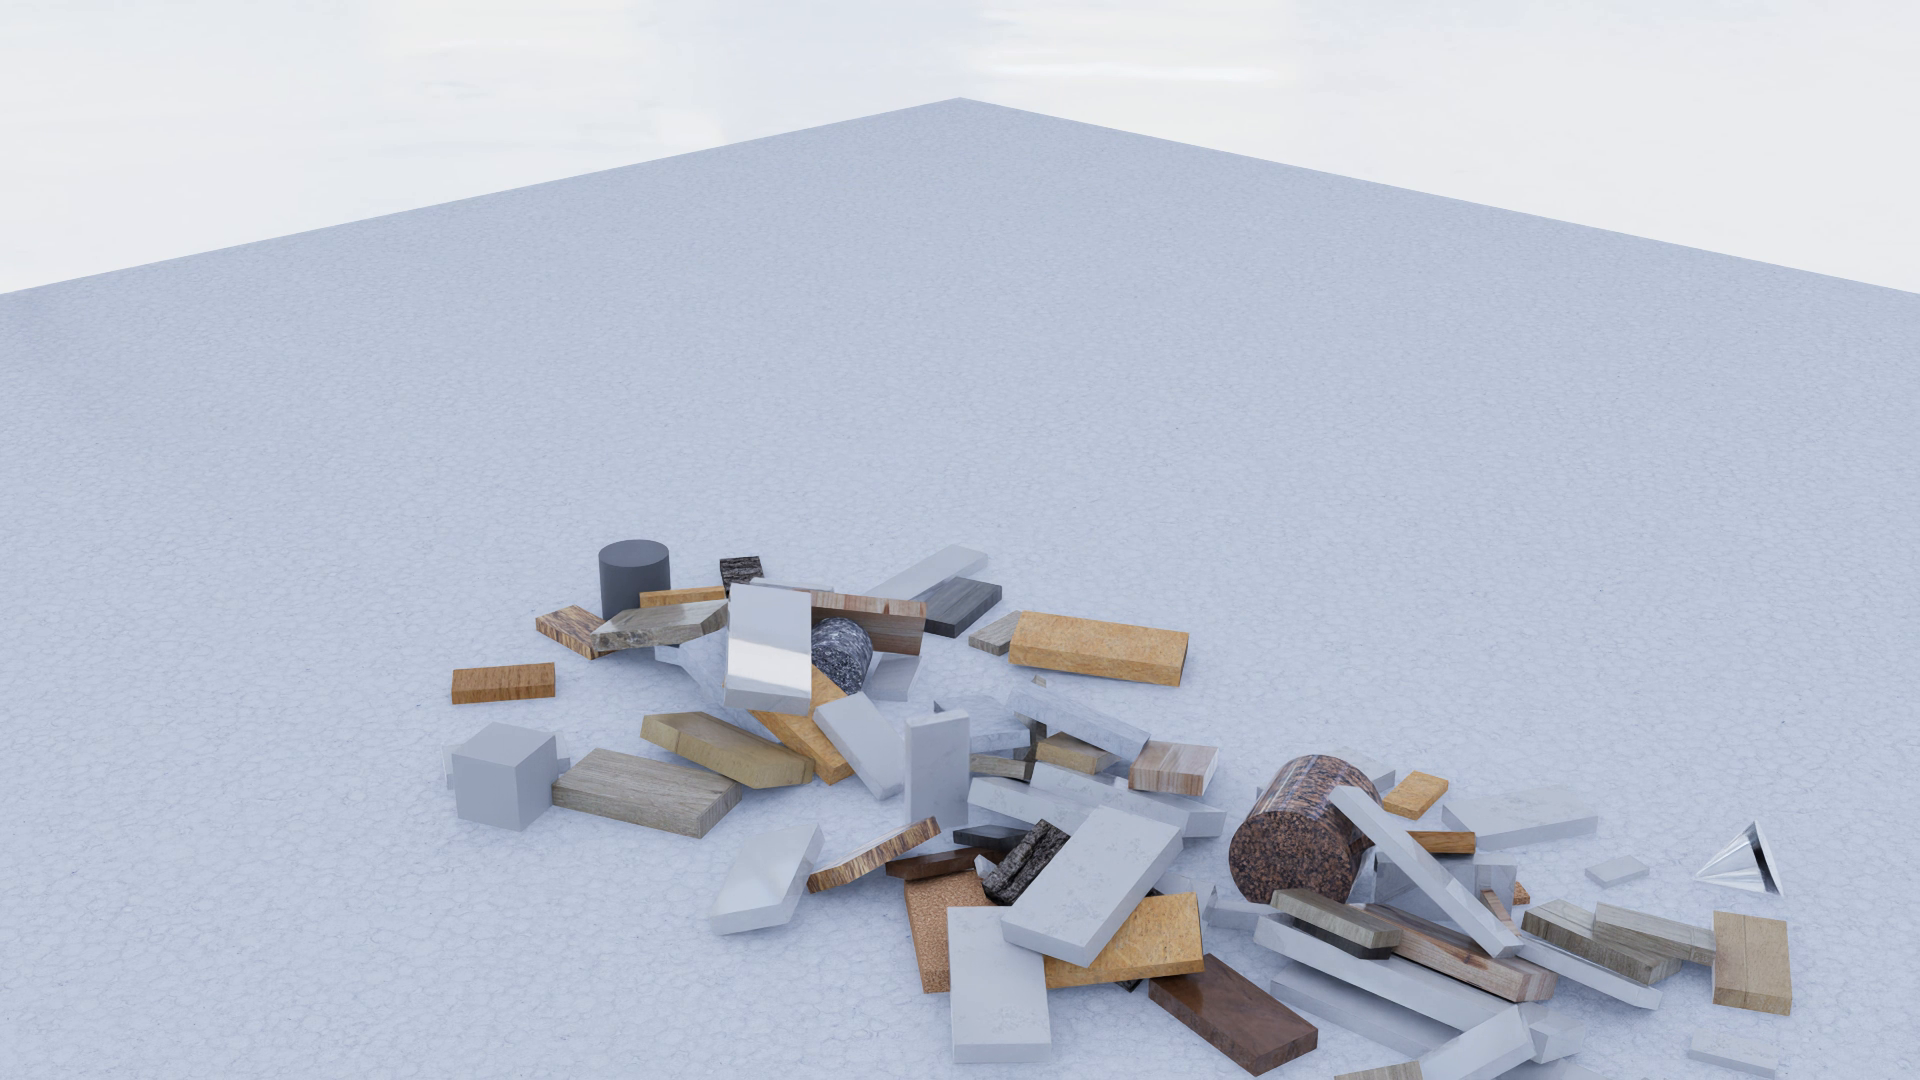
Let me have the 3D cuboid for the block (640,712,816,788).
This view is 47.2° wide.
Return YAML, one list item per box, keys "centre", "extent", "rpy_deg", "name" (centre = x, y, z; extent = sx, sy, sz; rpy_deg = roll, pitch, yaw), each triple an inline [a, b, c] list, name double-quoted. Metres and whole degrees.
- centre: [-0.487, 0.437, 4.602]
  extent: [0.343, 0.049, 0.171]
  rpy_deg: [18, 10, 36]
  name: "block"

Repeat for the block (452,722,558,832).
- centre: [-0.916, 0.477, 4.446]
  extent: [0.148, 0.148, 0.148]
  rpy_deg: [9, 25, 20]
  name: "block"

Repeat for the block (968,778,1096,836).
- centre: [0.210, 0.539, 4.319]
  extent: [0.352, 0.050, 0.176]
  rpy_deg: [15, 2, 28]
  name: "block"

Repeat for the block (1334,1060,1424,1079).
- centre: [0.677, 0.949, 3.431]
  extent: [0.139, 0.040, 0.356]
  rpy_deg: [-12, 22, 7]
  name: "block"

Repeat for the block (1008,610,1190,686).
- centre: [0.322, 0.249, 5.076]
  extent: [0.393, 0.050, 0.176]
  rpy_deg: [7, 26, 9]
  name: "block"

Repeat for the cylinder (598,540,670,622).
- centre: [-0.780, 0.108, 5.291]
  extent: [0.168, 0.168, 0.168]
  rpy_deg: [0, 23, 0]
  name: "cylinder"

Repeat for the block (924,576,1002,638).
- centre: [-0.011, 0.162, 5.333]
  extent: [0.127, 0.036, 0.254]
  rpy_deg: [11, 25, 25]
  name: "block"

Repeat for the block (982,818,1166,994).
- centre: [0.227, 0.660, 3.992]
  extent: [0.347, 0.049, 0.174]
  rpy_deg: [29, 60, 34]
  name: "block"

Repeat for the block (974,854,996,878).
- centre: [0.077, 0.640, 4.147]
  extent: [0.111, 0.016, 0.055]
  rpy_deg: [36, 14, -20]
  name: "block"

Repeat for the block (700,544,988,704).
- centre: [-0.254, 0.194, 5.262]
  extent: [0.113, 0.032, 0.979]
  rpy_deg: [15, 27, 32]
  name: "block"

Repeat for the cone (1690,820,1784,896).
- centre: [1.468, 0.627, 4.196]
  extent: [0.152, 0.152, 0.152]
  rpy_deg: [-21, 16, 22]
  name: "cone"

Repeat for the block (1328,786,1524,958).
- centre: [0.831, 0.590, 3.937]
  extent: [0.414, 0.030, 0.104]
  rpy_deg: [45, 17, 30]
  name: "block"

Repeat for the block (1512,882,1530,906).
- centre: [1.014, 0.672, 4.158]
  extent: [0.112, 0.016, 0.056]
  rpy_deg: [-4, 23, -9]
  name: "block"

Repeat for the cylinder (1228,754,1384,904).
- centre: [0.655, 0.561, 4.139]
  extent: [0.235, 0.235, 0.235]
  rpy_deg: [10, 25, 23]
  name: "cylinder"

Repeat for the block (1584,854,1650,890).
- centre: [1.266, 0.639, 4.235]
  extent: [0.112, 0.016, 0.056]
  rpy_deg: [-11, 25, -25]
  name: "block"

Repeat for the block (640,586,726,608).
- centre: [-0.659, 0.168, 5.236]
  extent: [0.201, 0.100, 0.028]
  rpy_deg: [-5, 23, -11]
  name: "block"

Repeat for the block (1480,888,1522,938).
- centre: [0.978, 0.708, 3.992]
  extent: [0.022, 0.077, 0.155]
  rpy_deg: [-3, 23, -6]
  name: "block"

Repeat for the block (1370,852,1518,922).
- centre: [0.896, 0.644, 4.078]
  extent: [0.255, 0.127, 0.036]
  rpy_deg: [1, 26, 2]
  name: "block"

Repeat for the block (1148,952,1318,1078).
- centre: [0.468, 0.815, 3.790]
  extent: [0.140, 0.040, 0.279]
  rpy_deg: [-15, 27, -32]
  name: "block"

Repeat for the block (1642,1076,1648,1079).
- centre: [1.136, 0.914, 3.497]
  extent: [0.069, 0.020, 0.161]
  rpy_deg: [-17, 28, -35]
  name: "block"

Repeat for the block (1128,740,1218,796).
- centre: [0.438, 0.464, 4.490]
  extent: [0.147, 0.042, 0.323]
  rpy_deg: [5, 6, 11]
  name: "block"

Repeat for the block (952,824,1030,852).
- centre: [0.067, 0.578, 4.272]
  extent: [0.086, 0.024, 0.172]
  rpy_deg: [-5, 1, -31]
  name: "block"

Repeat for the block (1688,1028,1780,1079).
- centre: [1.303, 0.863, 3.701]
  extent: [0.138, 0.020, 0.069]
  rpy_deg: [10, 25, 23]
  name: "block"

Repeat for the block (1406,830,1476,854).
- centre: [0.900, 0.573, 4.157]
  extent: [0.136, 0.039, 0.272]
  rpy_deg: [0, -9, 11]
  name: "block"

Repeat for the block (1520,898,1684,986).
- centre: [1.160, 0.724, 3.972]
  extent: [0.255, 0.036, 0.127]
  rpy_deg: [21, 18, 41]
  name: "block"

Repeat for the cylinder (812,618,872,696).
- centre: [-0.283, 0.275, 4.915]
  extent: [0.155, 0.155, 0.155]
  rpy_deg: [3, 23, 6]
  name: "cylinder"

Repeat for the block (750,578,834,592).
- centre: [-0.388, 0.148, 5.107]
  extent: [0.201, 0.100, 0.028]
  rpy_deg: [6, 23, 18]
  name: "block"

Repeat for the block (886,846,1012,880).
- centre: [0.024, 0.607, 4.209]
  extent: [0.332, 0.024, 0.086]
  rpy_deg: [-5, 1, -30]
  name: "block"

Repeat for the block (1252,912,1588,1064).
- centre: [0.790, 0.766, 3.812]
  extent: [0.556, 0.049, 0.174]
  rpy_deg: [18, 7, 36]
  name: "block"

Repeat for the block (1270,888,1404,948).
- centre: [0.662, 0.665, 3.871]
  extent: [0.209, 0.030, 0.104]
  rpy_deg: [19, 7, 39]
  name: "block"

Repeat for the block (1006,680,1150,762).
- centre: [0.249, 0.377, 4.602]
  extent: [0.294, 0.042, 0.147]
  rpy_deg: [23, 8, 9]
  name: "block"

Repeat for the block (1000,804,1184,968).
- centre: [0.238, 0.612, 3.917]
  extent: [0.171, 0.049, 0.343]
  rpy_deg: [12, 38, 33]
  name: "block"

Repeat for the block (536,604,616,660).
- centre: [-0.893, 0.218, 5.207]
  extent: [0.113, 0.032, 0.226]
  rpy_deg: [-20, 30, -39]
  name: "block"

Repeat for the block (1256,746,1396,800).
- centre: [0.753, 0.506, 4.520]
  extent: [0.272, 0.039, 0.136]
  rpy_deg: [-18, 29, -36]
  name: "block"

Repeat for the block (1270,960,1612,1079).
- centre: [0.967, 0.895, 3.610]
  extent: [1.002, 0.033, 0.117]
  rpy_deg: [18, 29, 36]
  name: "block"

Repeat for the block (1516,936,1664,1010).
- centre: [1.100, 0.759, 3.858]
  extent: [0.234, 0.033, 0.117]
  rpy_deg: [20, -1, 39]
  name: "block"

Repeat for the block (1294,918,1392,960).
- centre: [0.669, 0.695, 3.852]
  extent: [0.077, 0.022, 0.160]
  rpy_deg: [10, 7, -40]
  name: "block"
